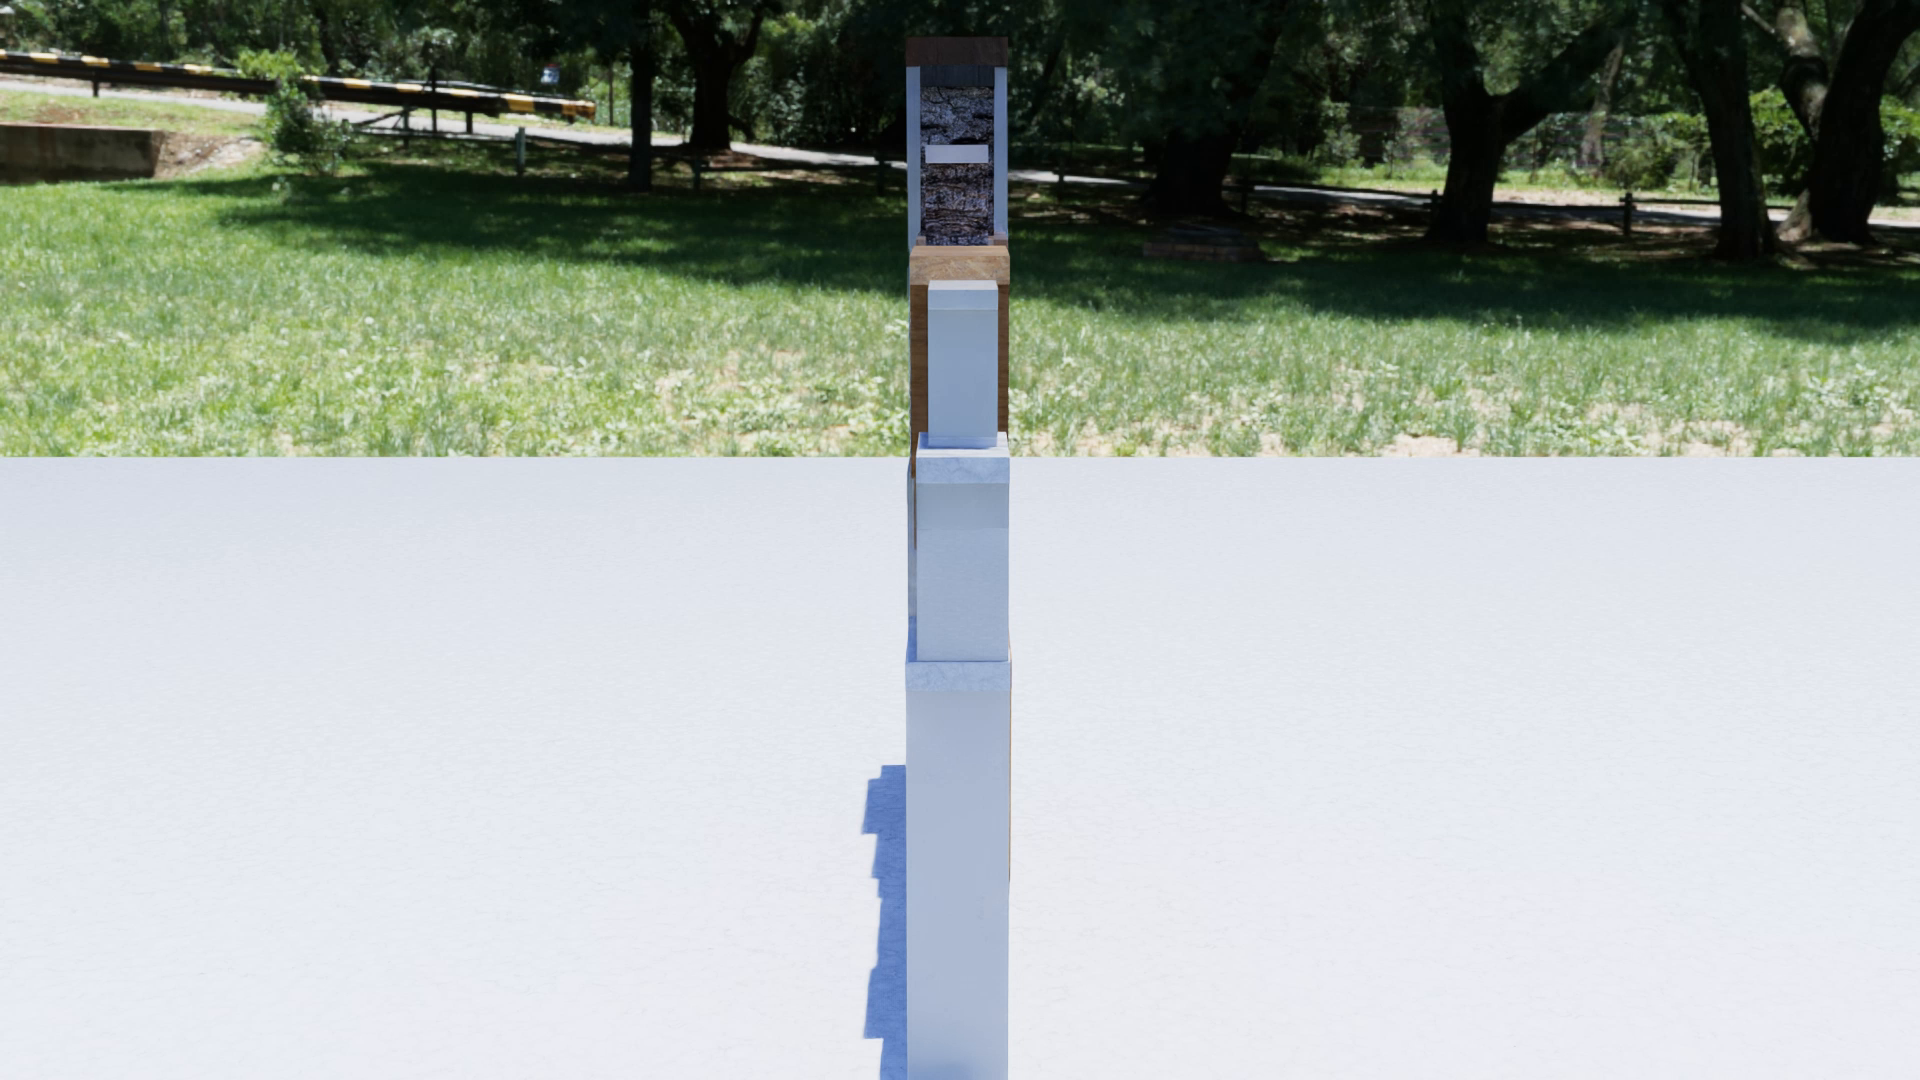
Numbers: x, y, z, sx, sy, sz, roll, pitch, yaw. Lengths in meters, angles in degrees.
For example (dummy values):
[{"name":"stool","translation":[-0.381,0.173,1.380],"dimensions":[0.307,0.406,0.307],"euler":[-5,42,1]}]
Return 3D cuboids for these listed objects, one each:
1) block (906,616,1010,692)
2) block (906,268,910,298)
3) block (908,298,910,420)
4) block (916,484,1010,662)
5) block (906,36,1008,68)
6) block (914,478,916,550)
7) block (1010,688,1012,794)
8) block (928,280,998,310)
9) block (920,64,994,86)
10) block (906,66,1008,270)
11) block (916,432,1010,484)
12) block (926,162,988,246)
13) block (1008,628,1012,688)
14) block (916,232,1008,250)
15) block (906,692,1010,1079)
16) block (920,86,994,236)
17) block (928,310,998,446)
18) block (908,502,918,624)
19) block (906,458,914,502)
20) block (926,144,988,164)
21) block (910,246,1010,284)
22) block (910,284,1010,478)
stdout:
[{"name":"block","translation":[-0.003,0.149,2.922],"dimensions":[0.134,0.038,0.267],"euler":[0,11,0]},{"name":"block","translation":[-0.005,-0.493,4.101],"dimensions":[0.180,0.051,0.359],"euler":[0,11,0]},{"name":"block","translation":[-0.004,-0.269,4.022],"dimensions":[0.180,0.359,0.051],"euler":[0,11,0]},{"name":"block","translation":[0.004,0.037,2.788],"dimensions":[0.116,0.232,0.033],"euler":[0,11,0]},{"name":"block","translation":[-0.006,-0.874,3.956],"dimensions":[0.175,0.050,0.351],"euler":[0,11,0]},{"name":"block","translation":[-0.001,-0.186,3.193],"dimensions":[0.133,0.399,0.038],"euler":[0,11,0]},{"name":"block","translation":[-0.001,0.404,3.721],"dimensions":[0.173,0.346,0.049],"euler":[0,11,0]},{"name":"block","translation":[0.004,-0.318,2.848],"dimensions":[0.088,0.025,0.176],"euler":[0,11,0]},{"name":"block","translation":[-0.003,-0.773,3.674],"dimensions":[0.121,0.034,0.241],"euler":[0,11,0]},{"name":"block","translation":[-0.005,-0.655,3.879],"dimensions":[0.176,0.351,0.050],"euler":[0,11,0]},{"name":"block","translation":[0.004,-0.108,2.839],"dimensions":[0.116,0.033,0.232],"euler":[0,11,0]},{"name":"block","translation":[-0.004,-0.277,3.257],"dimensions":[0.091,0.555,0.026],"euler":[0,11,0]},{"name":"block","translation":[-0.001,0.189,3.799],"dimensions":[0.173,0.049,0.346],"euler":[0,11,0]},{"name":"block","translation":[0.003,-0.484,3.649],"dimensions":[0.148,0.042,0.295],"euler":[0,11,0]},{"name":"block","translation":[-0.003,0.455,2.888],"dimensions":[0.134,0.551,0.038],"euler":[0,11,0]},{"name":"block","translation":[-0.005,-0.623,3.621],"dimensions":[0.121,0.241,0.034],"euler":[0,11,0]},{"name":"block","translation":[0.004,-0.208,2.808],"dimensions":[0.088,0.176,0.025],"euler":[0,11,0]},{"name":"block","translation":[-0.004,0.212,3.414],"dimensions":[0.153,0.564,0.043],"euler":[0,11,0]},{"name":"block","translation":[-0.004,-0.106,3.458],"dimensions":[0.153,0.043,0.305],"euler":[0,10,0]},{"name":"block","translation":[-0.005,-0.574,3.263],"dimensions":[0.091,0.026,0.182],"euler":[0,10,0]},{"name":"block","translation":[-0.001,-0.384,3.065],"dimensions":[0.133,0.038,0.266],"euler":[0,11,0]},{"name":"block","translation":[0.000,-0.219,3.006],"dimensions":[0.133,0.266,0.038],"euler":[0,11,0]}]
